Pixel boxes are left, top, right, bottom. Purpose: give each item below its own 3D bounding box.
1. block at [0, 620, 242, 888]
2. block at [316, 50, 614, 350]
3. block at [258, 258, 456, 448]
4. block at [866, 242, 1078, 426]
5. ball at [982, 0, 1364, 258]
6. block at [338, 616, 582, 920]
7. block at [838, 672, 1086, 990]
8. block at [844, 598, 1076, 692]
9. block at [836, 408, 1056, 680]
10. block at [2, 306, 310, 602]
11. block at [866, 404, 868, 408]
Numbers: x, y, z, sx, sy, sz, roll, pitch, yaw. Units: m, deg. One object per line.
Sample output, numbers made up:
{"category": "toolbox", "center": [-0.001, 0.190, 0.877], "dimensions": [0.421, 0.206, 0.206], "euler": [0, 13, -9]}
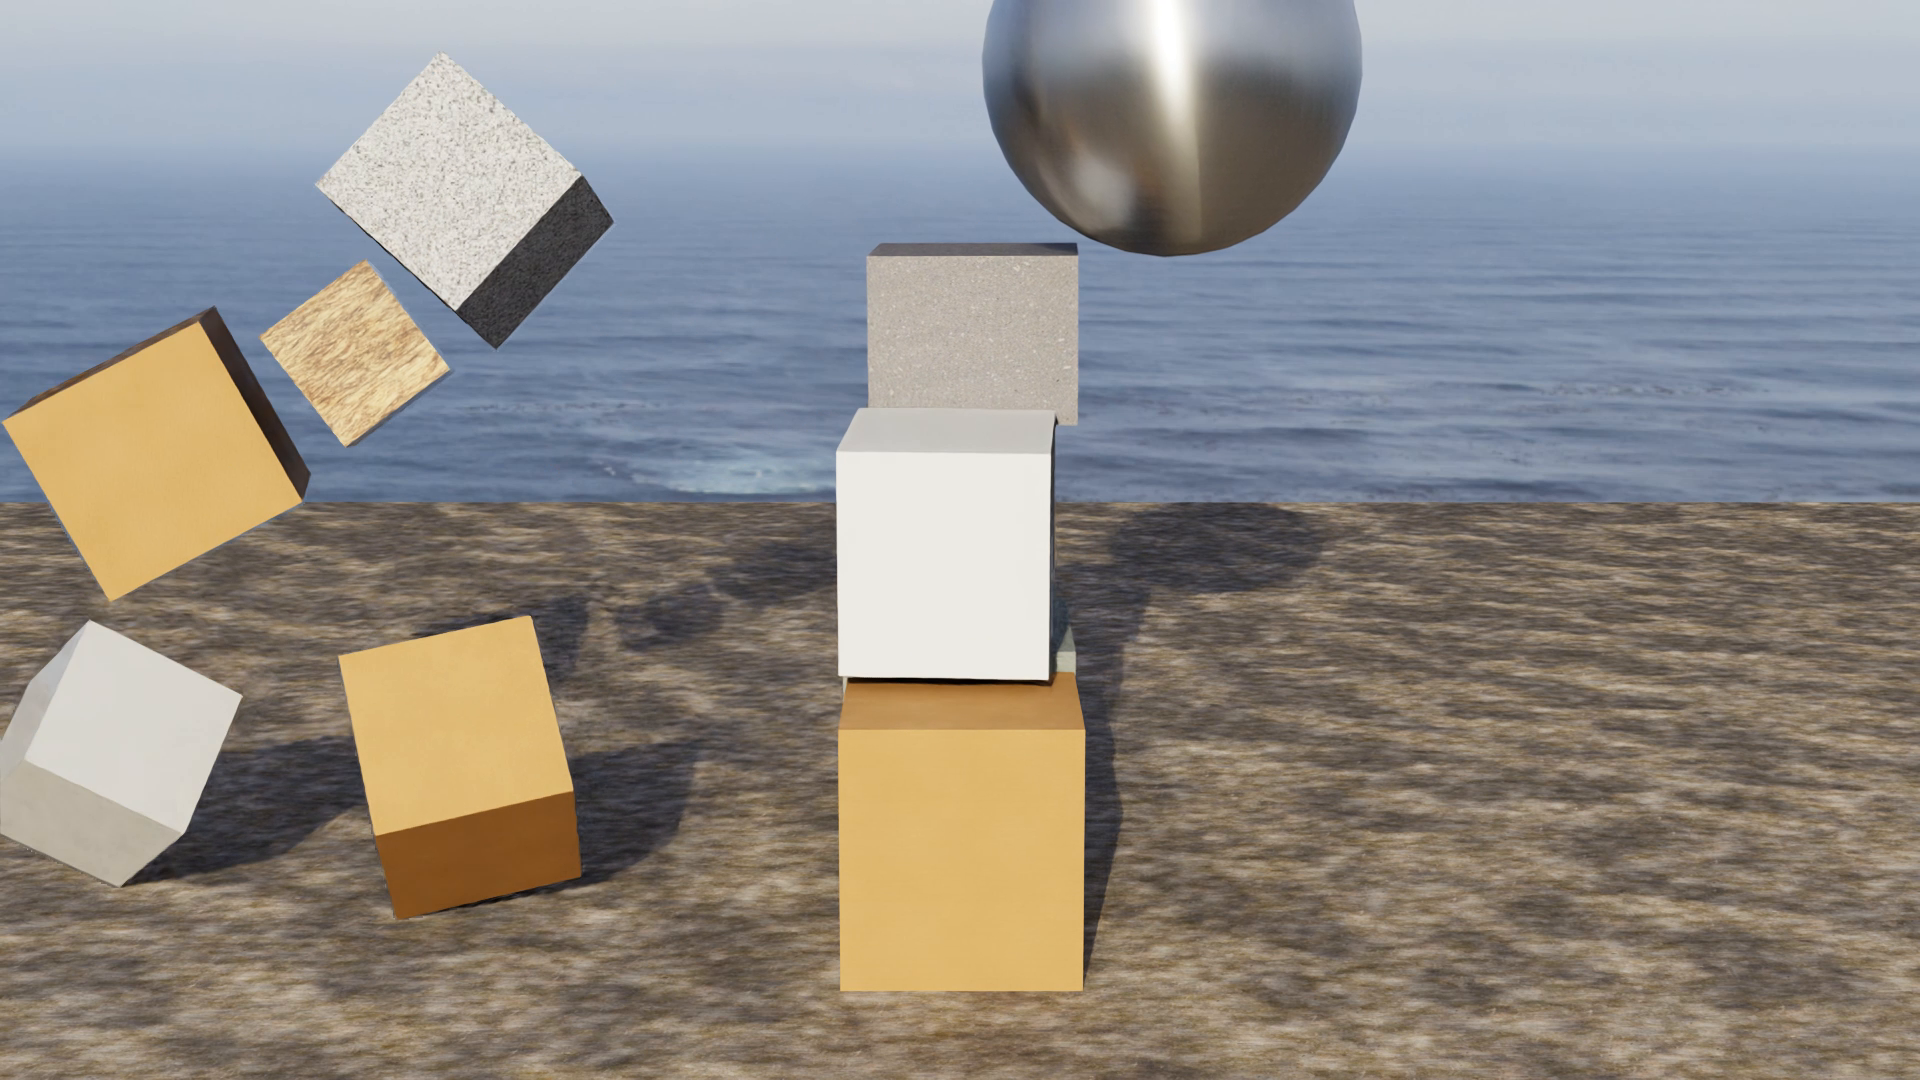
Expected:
{"category": "block", "center": [-3.658, 0.924, 10.970], "dimensions": [0.713, 0.692, 0.779], "euler": [31, -39, -23]}
{"category": "block", "center": [-2.122, -1.454, 11.103], "dimensions": [0.814, 0.777, 0.774], "euler": [41, -4, 7]}
{"category": "block", "center": [-2.592, -0.804, 11.089], "dimensions": [0.549, 0.579, 0.567], "euler": [-38, 8, -5]}
{"category": "block", "center": [0.071, -0.935, 11.487], "dimensions": [0.908, 0.731, 0.871], "euler": [0, 10, 2]}
{"category": "ball", "center": [0.891, -1.998, 10.817], "dimensions": [1.600, 1.600, 1.600], "euler": [0, 10, 0]}
{"category": "block", "center": [-2.062, 0.952, 10.653], "dimensions": [0.786, 0.809, 0.906], "euler": [-12, -27, -13]}
{"category": "block", "center": [0.006, 1.150, 10.327], "dimensions": [0.940, 1.043, 0.957], "euler": [0, 10, 0]}
{"category": "block", "center": [-0.004, 0.919, 11.358], "dimensions": [0.972, 1.128, 1.135], "euler": [0, 10, 0]}
{"category": "block", "center": [-0.040, -0.004, 10.672], "dimensions": [0.846, 0.926, 0.928], "euler": [1, 14, 3]}
{"category": "block", "center": [-3.452, -0.394, 11.126], "dimensions": [0.896, 0.863, 0.827], "euler": [-28, 14, -6]}
{"category": "block", "center": [-0.011, -0.147, 11.630], "dimensions": [0.837, 0.872, 0.874], "euler": [0, 10, 0]}
